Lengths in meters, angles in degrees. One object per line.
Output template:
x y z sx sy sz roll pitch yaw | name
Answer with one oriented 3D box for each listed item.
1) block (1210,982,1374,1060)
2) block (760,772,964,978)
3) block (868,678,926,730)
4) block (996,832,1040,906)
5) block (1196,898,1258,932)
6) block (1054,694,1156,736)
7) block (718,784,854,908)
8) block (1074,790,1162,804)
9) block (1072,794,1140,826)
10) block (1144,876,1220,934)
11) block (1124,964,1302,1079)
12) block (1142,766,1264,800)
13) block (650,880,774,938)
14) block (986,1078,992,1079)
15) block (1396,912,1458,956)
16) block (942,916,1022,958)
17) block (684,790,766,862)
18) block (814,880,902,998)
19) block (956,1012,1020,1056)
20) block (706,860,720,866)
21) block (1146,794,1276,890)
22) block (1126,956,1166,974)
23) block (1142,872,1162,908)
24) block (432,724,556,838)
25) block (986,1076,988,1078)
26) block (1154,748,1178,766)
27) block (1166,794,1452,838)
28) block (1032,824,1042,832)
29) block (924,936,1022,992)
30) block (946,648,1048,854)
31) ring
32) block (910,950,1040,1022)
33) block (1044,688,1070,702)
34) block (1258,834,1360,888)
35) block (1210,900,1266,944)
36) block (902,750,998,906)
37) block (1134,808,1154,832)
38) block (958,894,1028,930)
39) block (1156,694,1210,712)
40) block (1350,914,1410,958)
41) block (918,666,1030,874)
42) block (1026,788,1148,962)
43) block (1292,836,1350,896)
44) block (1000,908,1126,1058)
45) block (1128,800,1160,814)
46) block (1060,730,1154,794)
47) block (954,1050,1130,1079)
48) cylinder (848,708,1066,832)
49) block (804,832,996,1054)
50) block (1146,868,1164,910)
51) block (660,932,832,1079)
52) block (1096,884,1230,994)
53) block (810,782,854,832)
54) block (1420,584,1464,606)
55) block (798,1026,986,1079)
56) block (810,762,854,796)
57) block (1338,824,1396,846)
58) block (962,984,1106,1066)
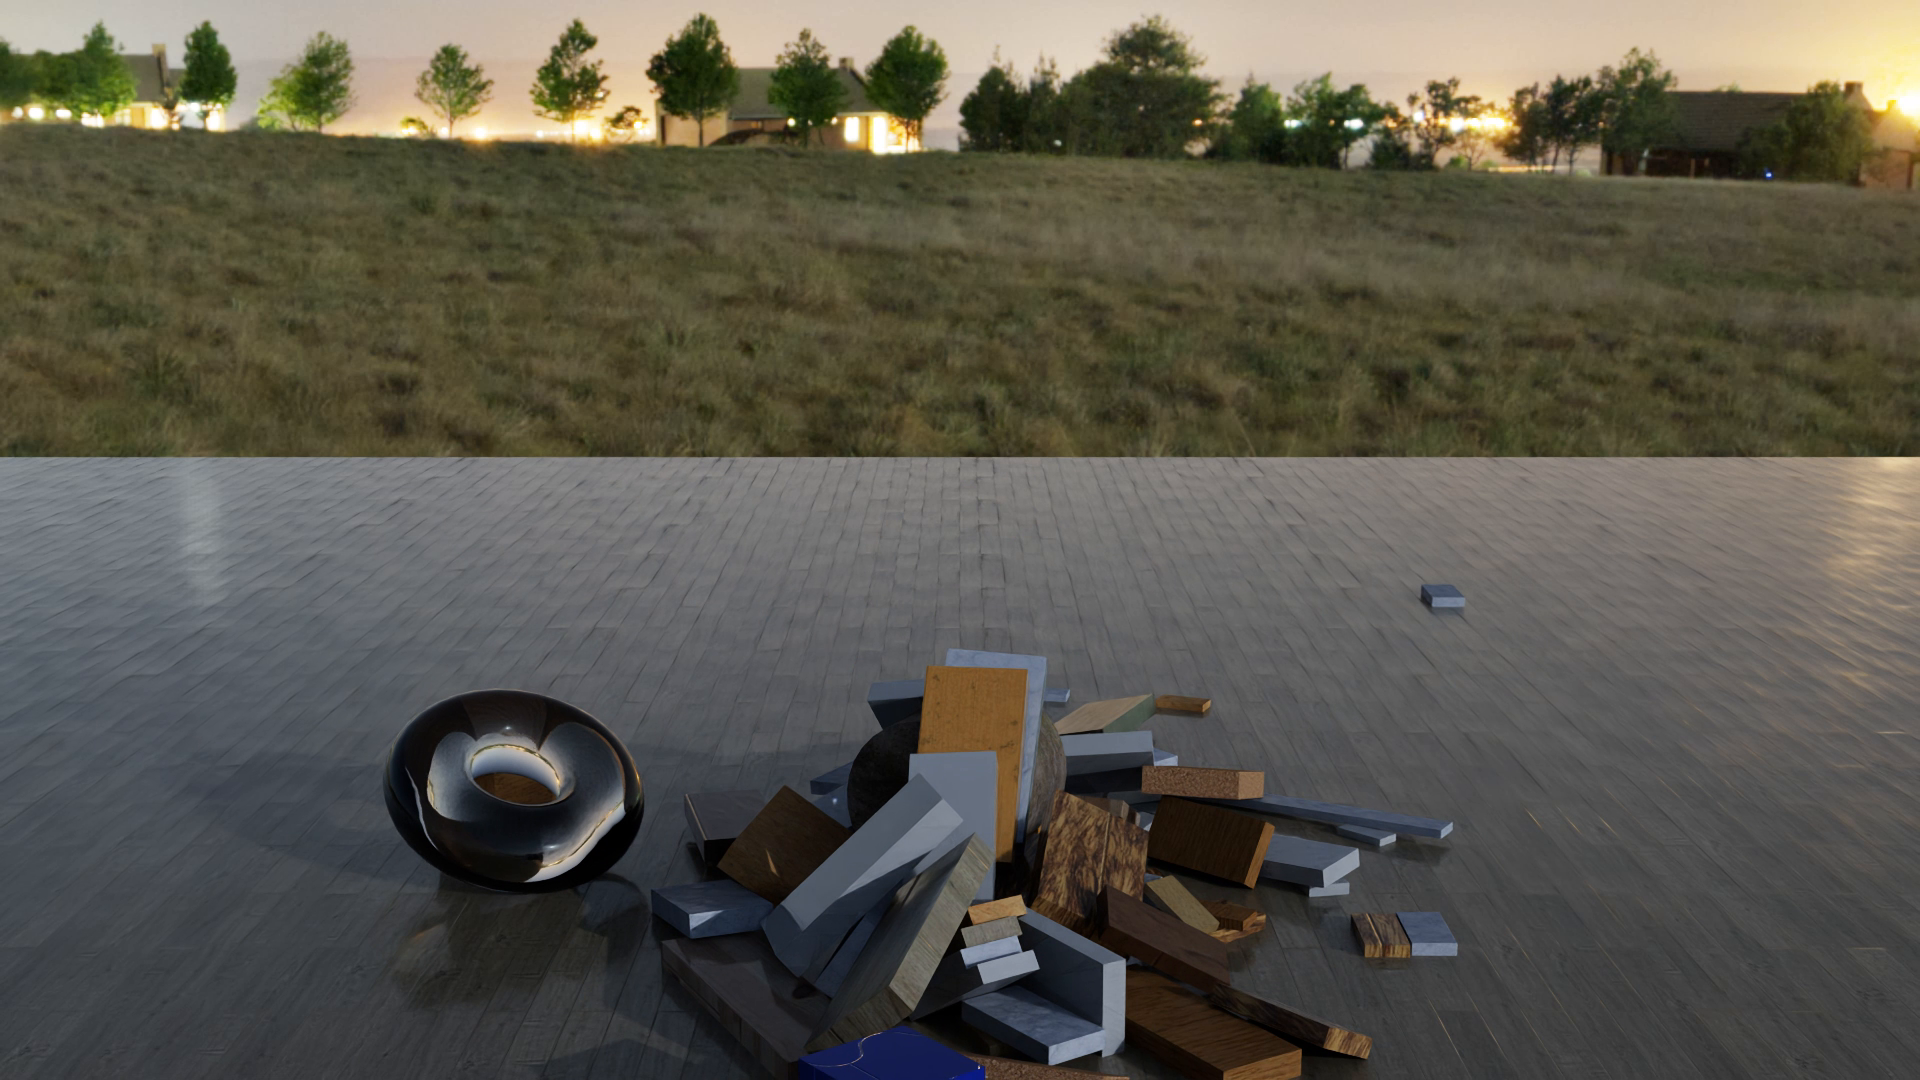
0.459 0.668 3.059 0.104 0.029 0.208 23 -8 -41 | block
-0.149 0.496 3.282 0.331 0.047 0.166 -43 15 -5 | block
-0.050 0.371 4.081 0.148 0.295 0.042 -6 45 20 | block
0.075 0.546 3.438 0.169 0.048 0.338 0 15 12 | block
0.404 0.591 3.475 0.117 0.017 0.059 6 12 29 | block
0.280 0.379 4.506 0.148 0.042 0.438 -9 2 19 | block
-0.280 0.522 3.676 0.166 0.047 0.331 35 14 3 | block
0.258 0.468 4.114 0.222 0.031 0.111 -6 13 -18 | block
0.174 0.481 3.951 0.281 0.029 0.104 4 -20 24 | block
0.345 0.574 3.439 0.059 0.017 0.117 -9 39 -39 | block
0.304 0.681 3.075 0.135 0.038 0.368 -7 12 -32 | block
0.443 0.438 3.977 0.169 0.048 0.338 2 -5 15 | block
-0.395 0.583 3.484 0.132 0.037 0.265 -4 1 -21 | block
-0.023 0.712 2.743 0.198 0.099 0.028 6 12 28 | block
0.733 0.619 3.460 0.070 0.020 0.139 0 11 1 | block
-0.010 0.590 3.147 0.101 0.029 0.202 -6 -21 -39 | block
-0.403 0.503 3.891 0.136 0.039 0.273 -3 11 -14 | block
-0.139 0.587 3.332 0.037 0.132 0.265 36 15 2 | block
0.045 0.690 3.083 0.061 0.017 0.121 -4 11 -22 | block
-0.396 0.535 3.893 0.091 0.026 0.183 0 11 -1 | block
0.423 0.515 3.767 0.222 0.111 0.031 10 -17 43 | block
0.255 0.645 3.329 0.117 0.017 0.058 -4 11 -23 | block
0.157 0.593 3.432 0.169 0.048 0.338 8 19 35 | block
-0.855 0.442 4.044 0.154 0.154 0.154 7 13 33 | block
-0.050 0.708 2.788 0.178 0.089 0.025 6 12 28 | block
0.308 0.429 4.148 0.191 0.027 0.095 -11 15 -36 | block
0.552 0.488 4.126 0.757 0.016 0.056 5 12 33 | block
0.104 0.514 3.949 0.095 0.047 0.013 7 13 34 | block
-0.009 0.614 3.126 0.101 0.029 0.202 -7 -21 -38 | block
0.041 0.340 3.578 0.165 0.330 0.047 5 -29 7 | block
-0.765 0.427 3.785 0.448 0.149 0.448 15 32 -9 | ring
0.015 0.628 3.098 0.099 0.028 0.198 -7 -21 -37 | block
0.188 0.346 4.938 0.110 0.016 0.055 2 11 11 | block
0.553 0.541 3.741 0.222 0.031 0.111 4 16 42 | block
0.389 0.612 3.478 0.182 0.026 0.091 -9 14 -41 | block
-0.013 0.448 3.382 0.136 0.039 0.273 -3 48 6 | block
0.292 0.509 3.995 0.130 0.018 0.065 14 31 41 | block
-0.003 0.566 3.182 0.101 0.029 0.202 -6 -21 -40 | block
0.493 0.361 4.862 0.110 0.016 0.055 5 12 24 | block
0.659 0.620 3.453 0.070 0.020 0.140 0 11 1 | block
0.015 0.363 3.510 0.165 0.334 0.047 1 -30 8 | block
0.199 0.514 3.387 0.165 0.047 0.330 26 23 -3 | block
0.590 0.559 3.779 0.070 0.020 0.251 -2 11 -11 | block
0.140 0.622 3.130 0.038 0.135 0.269 -7 12 -32 | block
0.325 0.497 4.106 0.351 0.023 0.081 9 14 40 | block
0.204 0.408 3.990 0.295 0.042 0.148 -4 -34 6 | block
0.074 0.697 2.856 0.265 0.037 0.132 4 -12 20 | block
-0.002 0.419 3.799 0.289 0.289 0.289 5 11 23 | cylinder
-0.076 0.564 3.053 0.166 0.047 0.428 -40 5 25 | block
0.306 0.585 3.623 0.091 0.026 0.182 -2 11 -10 | block
-0.281 0.665 3.162 0.136 0.039 0.499 -5 12 -27 | block
0.299 0.592 3.243 0.208 0.029 0.104 28 23 -11 | block
-0.210 0.500 3.982 0.128 0.036 0.256 8 19 33 | block
1.311 0.150 5.971 0.086 0.024 0.173 0 11 2 | block
-0.082 0.701 2.637 0.159 0.159 0.159 -8 13 -38 | block
-0.180 0.447 4.229 0.091 0.026 0.241 2 11 32 | block
0.732 0.529 3.959 0.047 0.013 0.094 -10 14 -42 | block
0.101 0.673 3.054 0.099 0.028 0.198 -8 13 -35 | block
